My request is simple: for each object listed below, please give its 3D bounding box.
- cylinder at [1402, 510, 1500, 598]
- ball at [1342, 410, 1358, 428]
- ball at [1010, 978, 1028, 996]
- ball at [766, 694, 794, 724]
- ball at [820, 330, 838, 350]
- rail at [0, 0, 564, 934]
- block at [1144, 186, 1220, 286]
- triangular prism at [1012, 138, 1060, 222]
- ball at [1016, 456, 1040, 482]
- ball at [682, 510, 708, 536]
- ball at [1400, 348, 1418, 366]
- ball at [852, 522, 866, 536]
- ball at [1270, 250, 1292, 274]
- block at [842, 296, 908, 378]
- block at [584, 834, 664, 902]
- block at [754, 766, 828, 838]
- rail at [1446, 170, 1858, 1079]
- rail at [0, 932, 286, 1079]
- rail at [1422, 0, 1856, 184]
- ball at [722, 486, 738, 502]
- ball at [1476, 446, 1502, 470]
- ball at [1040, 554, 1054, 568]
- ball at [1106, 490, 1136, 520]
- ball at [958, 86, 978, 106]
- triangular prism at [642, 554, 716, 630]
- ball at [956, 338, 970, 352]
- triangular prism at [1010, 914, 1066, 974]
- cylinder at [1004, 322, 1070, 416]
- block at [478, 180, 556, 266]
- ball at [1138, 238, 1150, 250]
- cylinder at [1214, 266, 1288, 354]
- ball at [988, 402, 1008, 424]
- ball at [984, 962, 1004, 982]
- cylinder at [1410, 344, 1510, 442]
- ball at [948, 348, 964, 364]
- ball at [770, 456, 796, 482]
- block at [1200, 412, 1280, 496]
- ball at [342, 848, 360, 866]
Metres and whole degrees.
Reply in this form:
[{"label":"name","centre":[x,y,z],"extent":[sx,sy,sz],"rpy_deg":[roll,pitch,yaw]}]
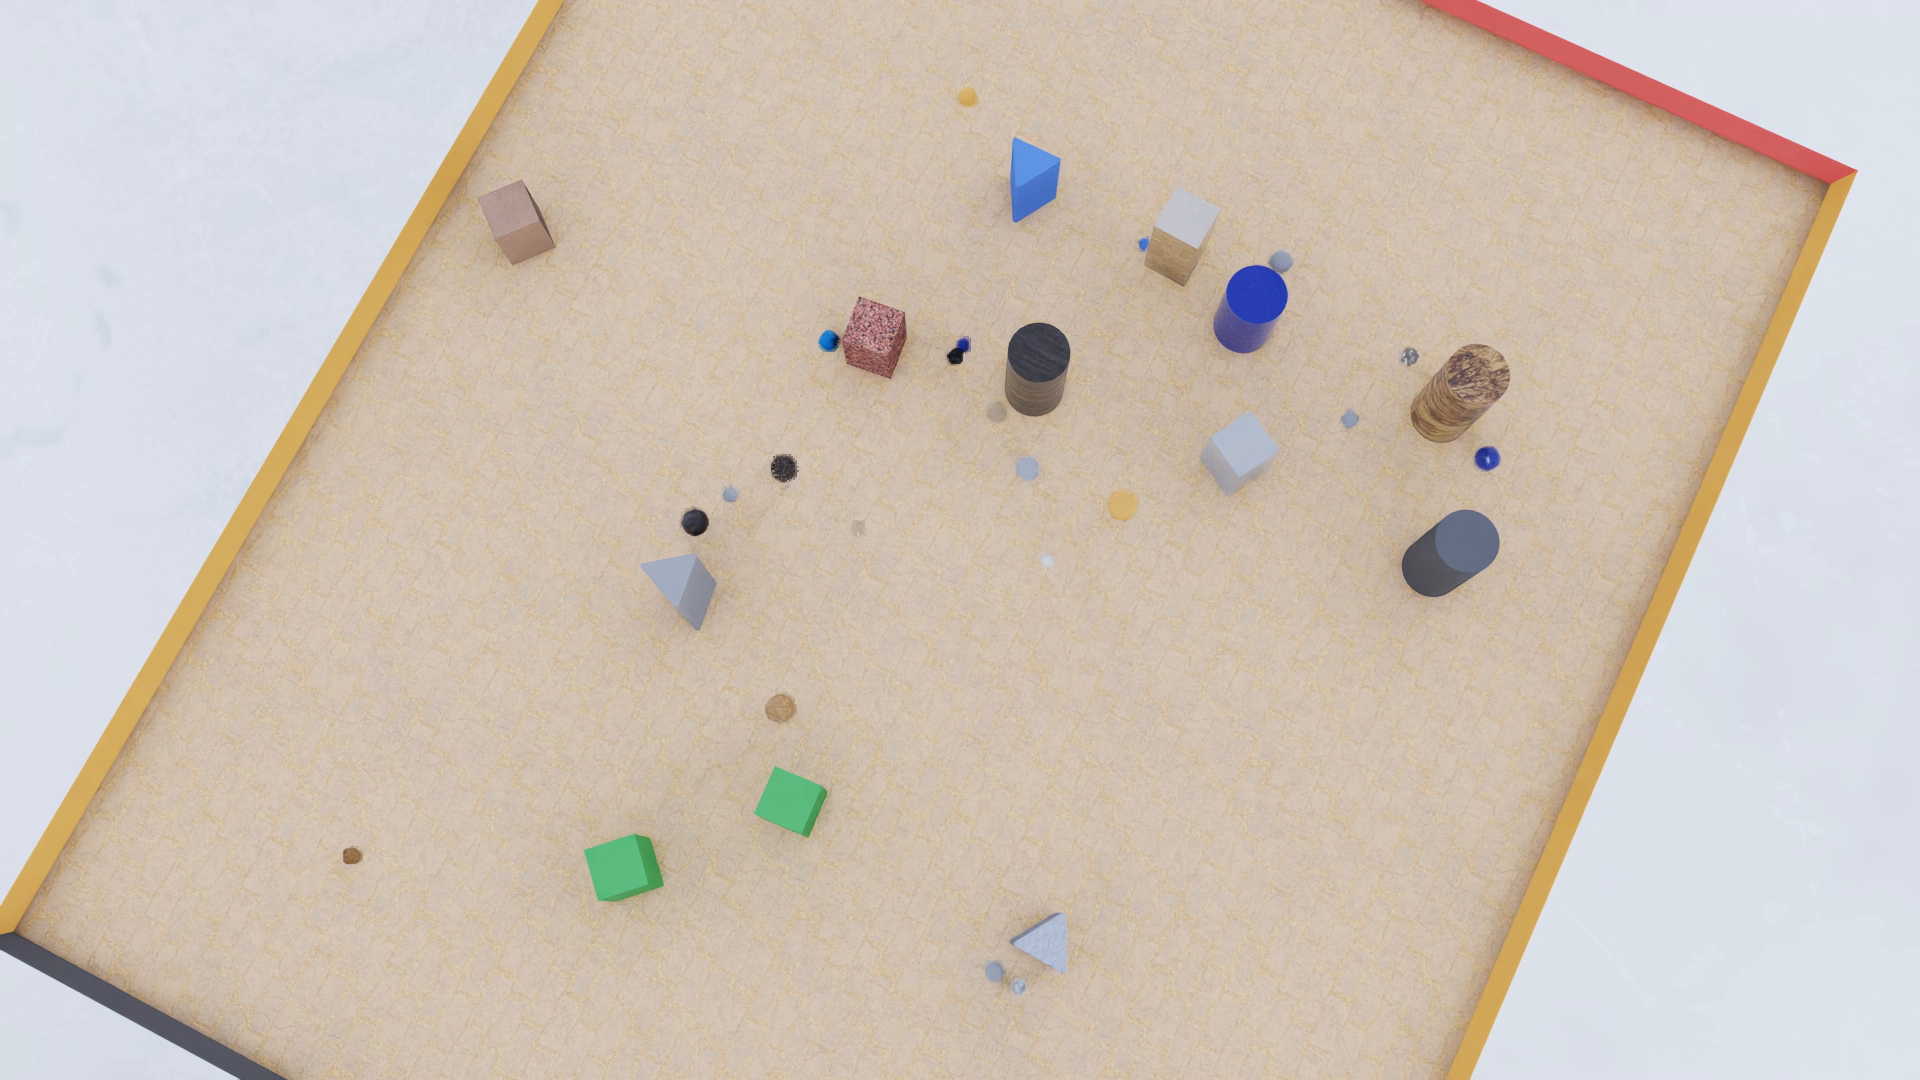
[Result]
[{"label":"cylinder","centre":[1.441,0.043,5.403],"extent":[0.184,0.401,0.184],"rpy_deg":[0,78,0]},{"label":"ball","centre":[1.206,-0.373,5.667],"extent":[0.053,0.053,0.053],"rpy_deg":[0,78,0]},{"label":"ball","centre":[0.171,1.299,5.322],"extent":[0.051,0.051,0.051],"rpy_deg":[0,78,0]},{"label":"ball","centre":[-0.538,0.504,5.468],"extent":[0.086,0.086,0.086],"rpy_deg":[0,78,0]},{"label":"ball","centre":[-0.408,-0.623,5.714],"extent":[0.061,0.061,0.061],"rpy_deg":[0,78,0]},{"label":"rail","centre":[-1.758,-0.854,5.731],"extent":[0.045,0.119,4.617],"rpy_deg":[26,80,5]},{"label":"block","centre":[0.680,-0.930,5.638],"extent":[0.147,0.334,0.147],"rpy_deg":[29,80,6]},{"label":"triangular prism","centre":[0.201,-1.137,5.703],"extent":[0.159,0.290,0.138],"rpy_deg":[-33,80,-6]},{"label":"ball","centre":[0.208,-0.218,5.622],"extent":[0.078,0.078,0.078],"rpy_deg":[0,78,0]},{"label":"ball","centre":[-0.807,-0.053,5.586],"extent":[0.082,0.082,0.082],"rpy_deg":[0,78,0]},{"label":"ball","centre":[1.399,-0.571,5.707],"extent":[0.054,0.054,0.054],"rpy_deg":[0,78,0]},{"label":"ball","centre":[-0.311,-0.034,5.601],"extent":[0.043,0.043,0.043],"rpy_deg":[0,78,0]},{"label":"ball","centre":[1.010,-0.874,5.761],"extent":[0.071,0.071,0.071],"rpy_deg":[0,78,0]},{"label":"block","centre":[-0.260,-0.618,5.622],"extent":[0.147,0.240,0.147],"rpy_deg":[19,79,4]},{"label":"block","centre":[-0.965,0.946,5.280],"extent":[0.147,0.275,0.147],"rpy_deg":[-18,79,-4]},{"label":"block","centre":[-0.489,0.764,5.334],"extent":[0.147,0.243,0.147],"rpy_deg":[22,79,4]},{"label":"rail","centre":[1.758,0.867,5.375],"extent":[0.045,0.119,4.617],"rpy_deg":[26,80,5]},{"label":"rail","centre":[-1.022,2.008,5.139],"extent":[3.978,0.119,0.045],"rpy_deg":[26,80,5]},{"label":"rail","centre":[1.022,-1.995,5.967],"extent":[3.978,0.119,0.045],"rpy_deg":[26,80,5]},{"label":"ball","centre":[-0.704,-0.138,5.620],"extent":[0.049,0.049,0.049],"rpy_deg":[0,78,0]},{"label":"ball","centre":[1.623,-0.253,5.630],"extent":[0.075,0.075,0.075],"rpy_deg":[0,78,0]},{"label":"ball","centre":[0.266,0.064,5.580],"extent":[0.045,0.045,0.045],"rpy_deg":[0,78,0]},{"label":"ball","centre":[0.494,-0.104,5.591],"extent":[0.092,0.092,0.092],"rpy_deg":[0,78,0]},{"label":"ball","centre":[0.025,-1.422,5.878],"extent":[0.063,0.063,0.063],"rpy_deg":[0,78,0]},{"label":"triangular prism","centre":[-0.795,0.128,5.369],"extent":[0.138,0.433,0.159],"rpy_deg":[-41,81,-8]},{"label":"ball","centre":[0.010,-0.609,5.720],"extent":[0.043,0.043,0.043],"rpy_deg":[0,78,0]},{"label":"triangular prism","centre":[0.248,1.111,5.153],"extent":[0.159,0.459,0.138],"rpy_deg":[29,80,6]},{"label":"cylinder","centre":[0.231,-0.511,5.534],"extent":[0.184,0.368,0.184],"rpy_deg":[0,78,0]},{"label":"block","centre":[-1.378,-0.986,5.703],"extent":[0.147,0.229,0.147],"rpy_deg":[-24,79,-5]},{"label":"ball","centre":[0.585,-0.934,5.789],"extent":[0.040,0.040,0.040],"rpy_deg":[0,78,0]},{"label":"cylinder","centre":[0.887,-0.704,5.613],"extent":[0.184,0.291,0.184],"rpy_deg":[0,78,0]},{"label":"ball","centre":[0.116,-0.392,5.665],"extent":[0.064,0.064,0.064],"rpy_deg":[0,78,0]},{"label":"ball","centre":[0.100,1.255,5.327],"extent":[0.058,0.058,0.058],"rpy_deg":[0,78,0]},{"label":"cylinder","centre":[1.493,-0.434,5.488],"extent":[0.184,0.428,0.184],"rpy_deg":[0,78,0]},{"label":"ball","centre":[-0.013,-0.571,5.706],"extent":[0.050,0.050,0.050],"rpy_deg":[0,78,0]},{"label":"ball","centre":[-0.542,-0.219,5.621],"extent":[0.079,0.079,0.079],"rpy_deg":[0,78,0]},{"label":"block","centre":[0.842,-0.258,5.541],"extent":[0.147,0.251,0.147],"rpy_deg":[-33,80,-6]},{"label":"ball","centre":[-1.792,0.931,5.397],"extent":[0.053,0.053,0.053],"rpy_deg":[0,78,0]}]
